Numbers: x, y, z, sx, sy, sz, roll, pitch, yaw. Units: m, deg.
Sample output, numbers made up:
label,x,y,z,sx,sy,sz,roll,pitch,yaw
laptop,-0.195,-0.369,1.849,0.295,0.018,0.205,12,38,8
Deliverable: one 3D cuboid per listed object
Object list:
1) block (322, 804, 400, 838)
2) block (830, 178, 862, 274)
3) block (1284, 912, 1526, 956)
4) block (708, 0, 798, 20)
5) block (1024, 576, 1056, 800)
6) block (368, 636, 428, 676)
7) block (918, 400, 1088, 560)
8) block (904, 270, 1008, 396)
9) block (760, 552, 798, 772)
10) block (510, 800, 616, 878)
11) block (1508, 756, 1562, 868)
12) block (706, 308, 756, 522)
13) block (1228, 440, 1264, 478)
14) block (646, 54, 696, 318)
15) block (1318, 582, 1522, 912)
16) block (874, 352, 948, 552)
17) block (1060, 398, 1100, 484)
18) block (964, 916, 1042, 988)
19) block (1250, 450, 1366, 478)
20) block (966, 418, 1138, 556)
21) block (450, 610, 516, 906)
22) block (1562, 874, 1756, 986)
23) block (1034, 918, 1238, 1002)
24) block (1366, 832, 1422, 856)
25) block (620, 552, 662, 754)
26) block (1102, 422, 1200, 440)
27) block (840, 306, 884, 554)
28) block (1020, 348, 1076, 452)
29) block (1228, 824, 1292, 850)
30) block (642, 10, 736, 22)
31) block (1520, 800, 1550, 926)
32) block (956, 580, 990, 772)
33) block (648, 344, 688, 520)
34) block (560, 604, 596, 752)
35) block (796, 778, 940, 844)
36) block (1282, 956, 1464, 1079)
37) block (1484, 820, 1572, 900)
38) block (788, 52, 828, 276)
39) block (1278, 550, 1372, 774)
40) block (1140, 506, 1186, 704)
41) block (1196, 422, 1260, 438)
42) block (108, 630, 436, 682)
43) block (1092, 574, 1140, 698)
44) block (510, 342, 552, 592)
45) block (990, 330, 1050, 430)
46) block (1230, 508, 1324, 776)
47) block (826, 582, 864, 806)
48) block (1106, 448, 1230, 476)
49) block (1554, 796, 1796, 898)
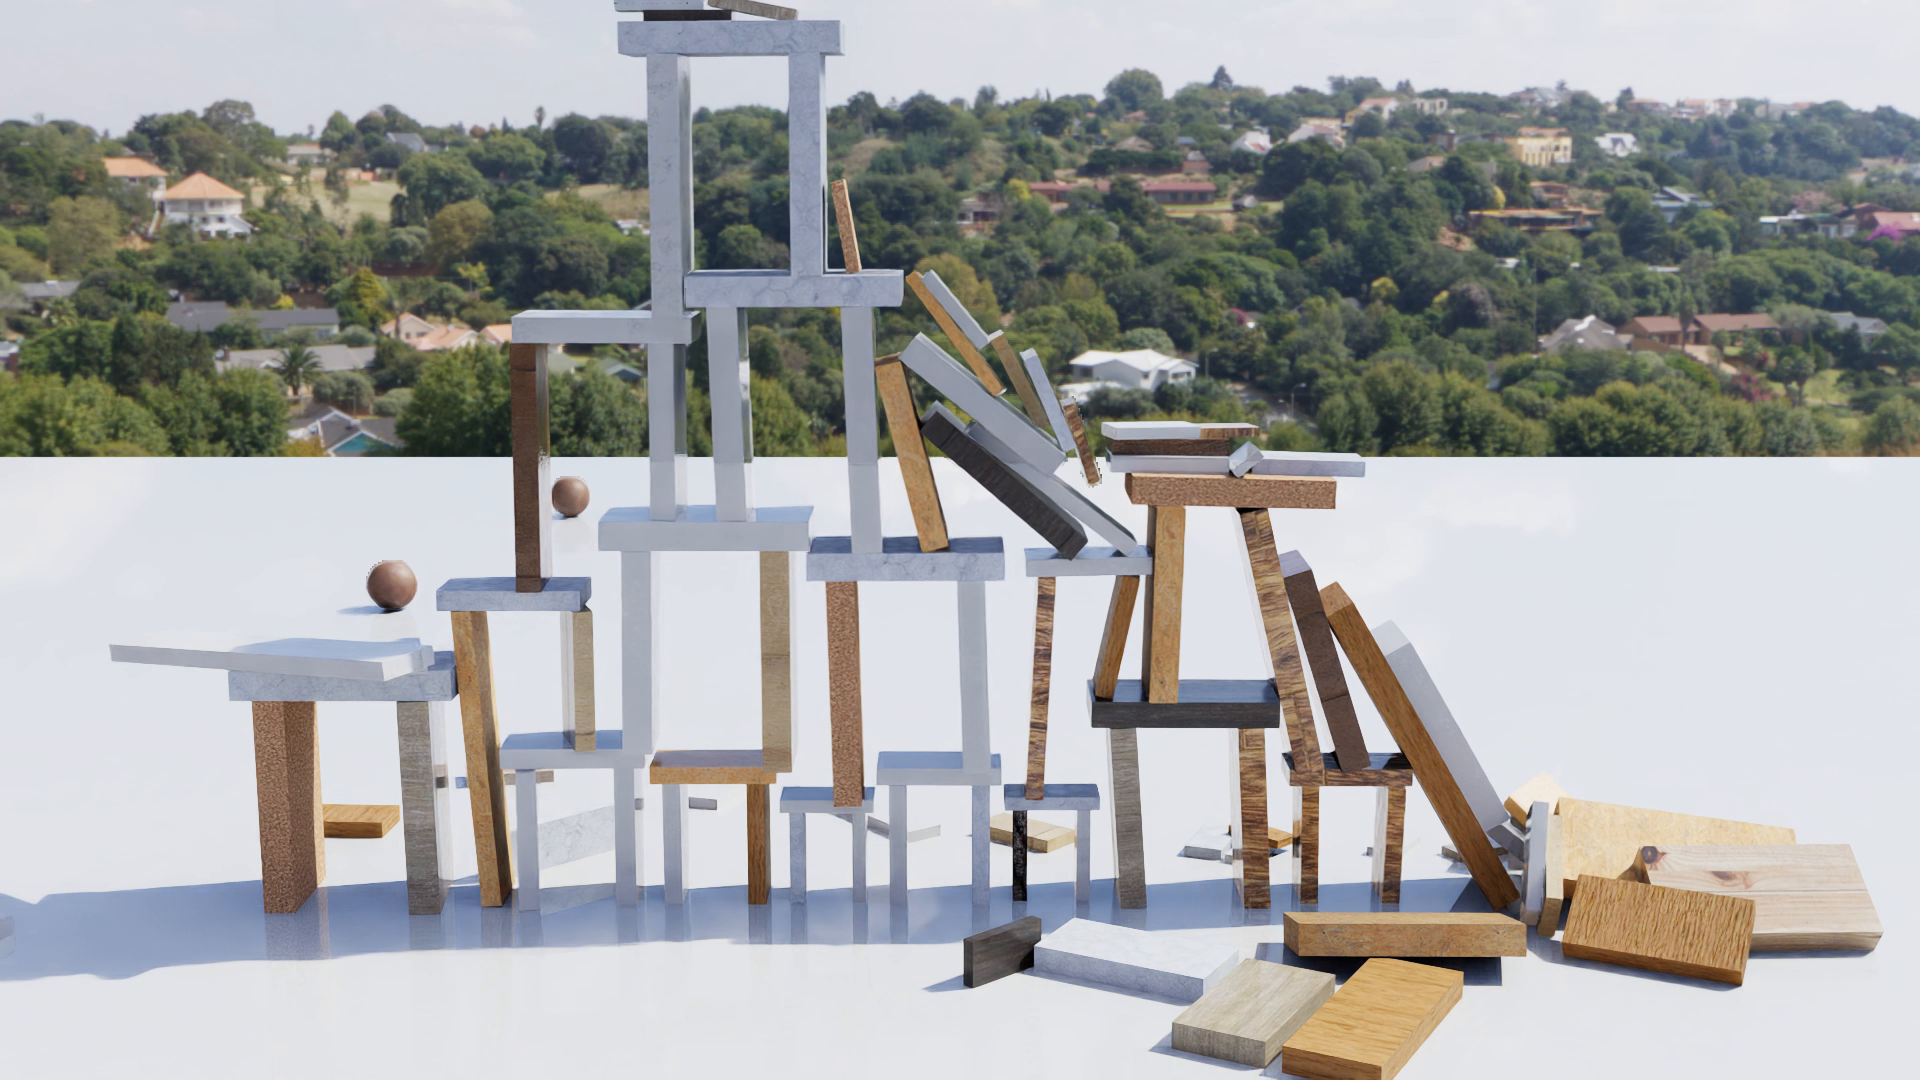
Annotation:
label,x,y,z,sx,sy,sz,roll,pitch,yaw
block,-1.140,0.512,4.011,0.208,0.029,0.104,1,11,3
block,-0.180,-0.495,3.466,0.020,0.144,0.072,-10,10,2
block,0.675,0.602,3.361,0.338,0.048,0.169,0,-4,1
block,-0.320,-0.825,3.411,0.136,0.019,0.068,11,10,-2
block,0.130,0.233,3.599,0.029,0.371,0.101,3,10,-1
block,-0.908,0.188,3.543,0.083,0.024,0.167,-3,11,-17
block,0.069,-0.098,3.543,0.318,0.043,0.152,40,7,-7
block,-0.006,-0.328,3.503,0.020,0.234,0.072,-37,0,7
block,-0.294,0.181,3.588,0.047,0.363,0.166,0,11,0
block,-0.687,0.518,3.827,0.024,0.083,0.289,10,15,44
block,1.021,0.480,3.900,0.037,0.131,0.263,5,12,25
block,-0.366,-0.211,3.523,0.048,0.336,0.168,-2,11,0
block,0.453,-0.129,3.510,0.054,0.015,0.107,-39,9,6
block,-0.453,-0.556,3.452,0.048,0.401,0.169,0,10,0
block,0.749,0.337,3.623,0.048,0.569,0.170,-30,9,6
block,-0.077,-0.144,3.537,0.043,0.303,0.152,-14,10,2
block,0.192,-0.159,3.531,0.019,0.134,0.067,-19,12,1
block,0.065,0.620,3.311,0.145,0.072,0.021,-10,14,-43
block,0.557,-0.123,3.549,0.179,0.025,0.090,2,11,2
block,0.147,-0.089,3.543,0.325,0.027,0.094,37,8,-7
block,-0.784,0.347,3.617,0.033,0.496,0.115,-4,11,0
block,1.067,0.593,3.359,0.263,0.037,0.131,5,47,27
block,0.266,0.634,3.324,0.276,0.039,0.138,6,12,28
block,0.770,0.540,3.899,0.054,0.015,0.118,7,13,33
block,-0.518,0.166,3.585,0.047,0.332,0.166,1,10,-2
block,0.305,-0.176,3.522,0.143,0.019,0.067,-2,11,-17
block,-0.156,-0.185,3.528,0.048,0.389,0.168,-2,11,0
block,0.140,-0.224,3.510,0.023,0.162,0.081,-24,13,2
block,0.536,0.522,3.903,0.107,0.015,0.054,13,16,42
block,-0.419,-0.811,3.412,0.136,0.019,0.068,-1,10,-1
block,0.918,0.517,3.517,0.025,0.179,0.090,6,-23,10
block,0.023,0.206,3.599,0.045,0.315,0.157,-2,10,0
block,-0.467,-0.181,3.520,0.040,0.280,0.140,1,11,1
block,-0.623,0.218,3.580,0.033,0.229,0.115,-3,11,-20
block,-0.175,0.501,4.091,0.072,0.021,0.366,-8,13,-37
block,0.586,0.676,3.097,0.138,0.039,0.378,6,12,28
block,0.945,0.518,3.660,0.200,0.028,0.100,37,9,-6
block,-0.238,-0.589,3.451,0.048,0.338,0.169,0,10,0
block,0.589,0.197,3.602,0.048,0.340,0.170,-18,10,4
block,0.330,0.089,3.575,0.046,0.321,0.161,1,11,0
block,0.425,-0.178,3.561,0.107,0.015,0.054,-2,11,-16
block,-1.115,0.182,3.531,0.657,0.029,0.104,1,13,33
block,0.254,0.148,3.583,0.029,0.202,0.101,12,10,-2
block,-0.687,-0.124,3.530,0.040,0.397,0.140,0,11,-3
block,0.095,-0.258,3.535,0.023,0.162,0.081,-27,10,4
block,0.514,0.150,3.585,0.046,0.438,0.161,-13,10,3
block,-0.187,0.234,3.602,0.045,0.372,0.158,-2,10,0
block,0.332,-0.127,3.535,0.189,0.027,0.095,1,11,-1
block,1.159,0.522,3.561,0.378,0.048,0.169,7,45,6
